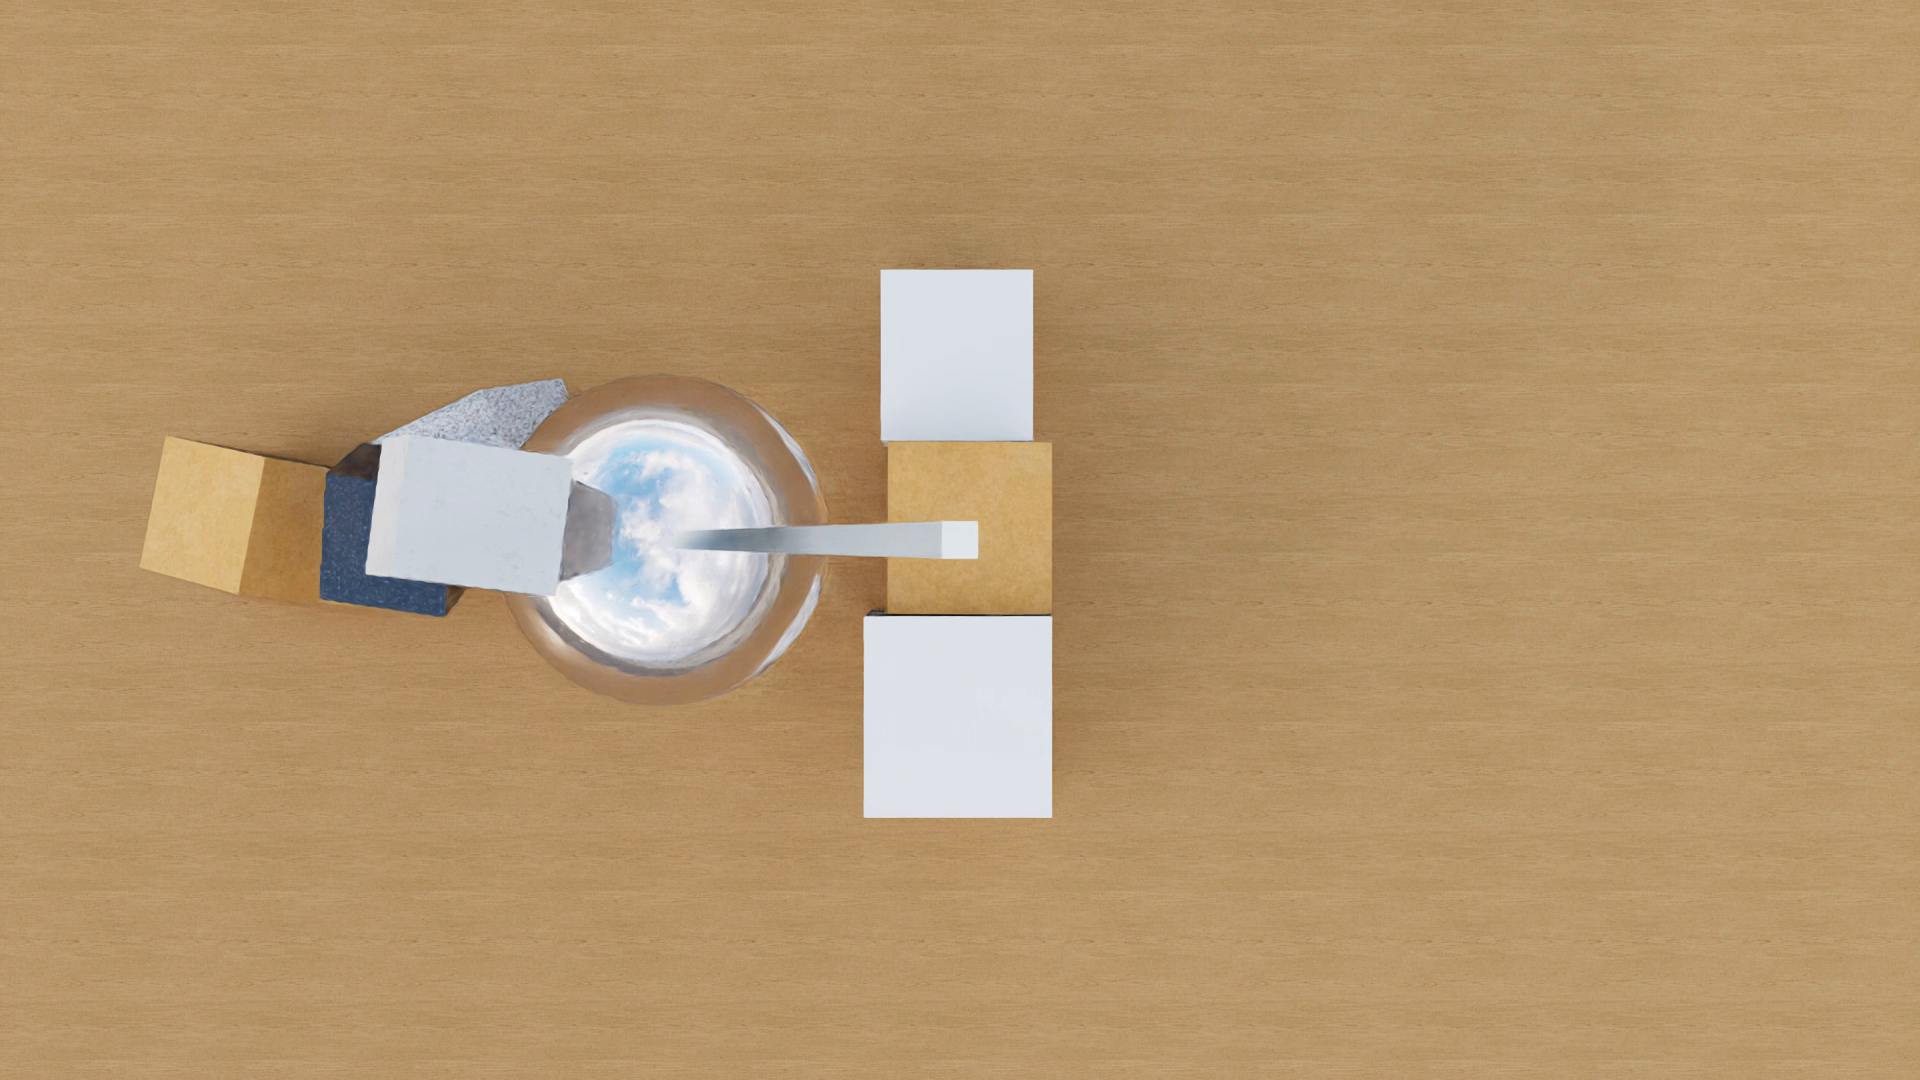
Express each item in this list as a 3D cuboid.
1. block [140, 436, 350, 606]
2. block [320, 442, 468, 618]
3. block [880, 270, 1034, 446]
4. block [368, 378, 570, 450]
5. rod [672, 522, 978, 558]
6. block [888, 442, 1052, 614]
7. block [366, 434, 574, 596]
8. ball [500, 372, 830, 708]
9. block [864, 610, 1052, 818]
[{"bbox_3d":[-3.970,-0.106,12.442,0.839,0.791,0.755,11,90,32],"label":"block"},{"bbox_3d":[-2.972,-0.061,11.724,0.665,0.622,0.691,8,108,0],"label":"block"},{"bbox_3d":[-0.017,-1.025,12.603,0.844,0.795,0.950,0,90,0],"label":"block"},{"bbox_3d":[-2.657,-0.382,12.459,0.822,0.830,0.761,-22,90,23],"label":"block"},{"bbox_3d":[-0.617,0.000,7.230,0.080,5.200,0.080,0,90,-14],"label":"rod"},{"bbox_3d":[0.042,-0.066,12.504,0.900,0.972,0.944,0,90,-1],"label":"block"},{"bbox_3d":[-2.126,-0.099,9.509,0.704,0.571,0.595,8,87,-25],"label":"block"},{"bbox_3d":[-1.424,0.000,10.533,1.600,1.600,1.600,0,90,0],"label":"ball"},{"bbox_3d":[-0.011,0.957,12.442,1.017,1.115,1.085,0,90,0],"label":"block"}]
